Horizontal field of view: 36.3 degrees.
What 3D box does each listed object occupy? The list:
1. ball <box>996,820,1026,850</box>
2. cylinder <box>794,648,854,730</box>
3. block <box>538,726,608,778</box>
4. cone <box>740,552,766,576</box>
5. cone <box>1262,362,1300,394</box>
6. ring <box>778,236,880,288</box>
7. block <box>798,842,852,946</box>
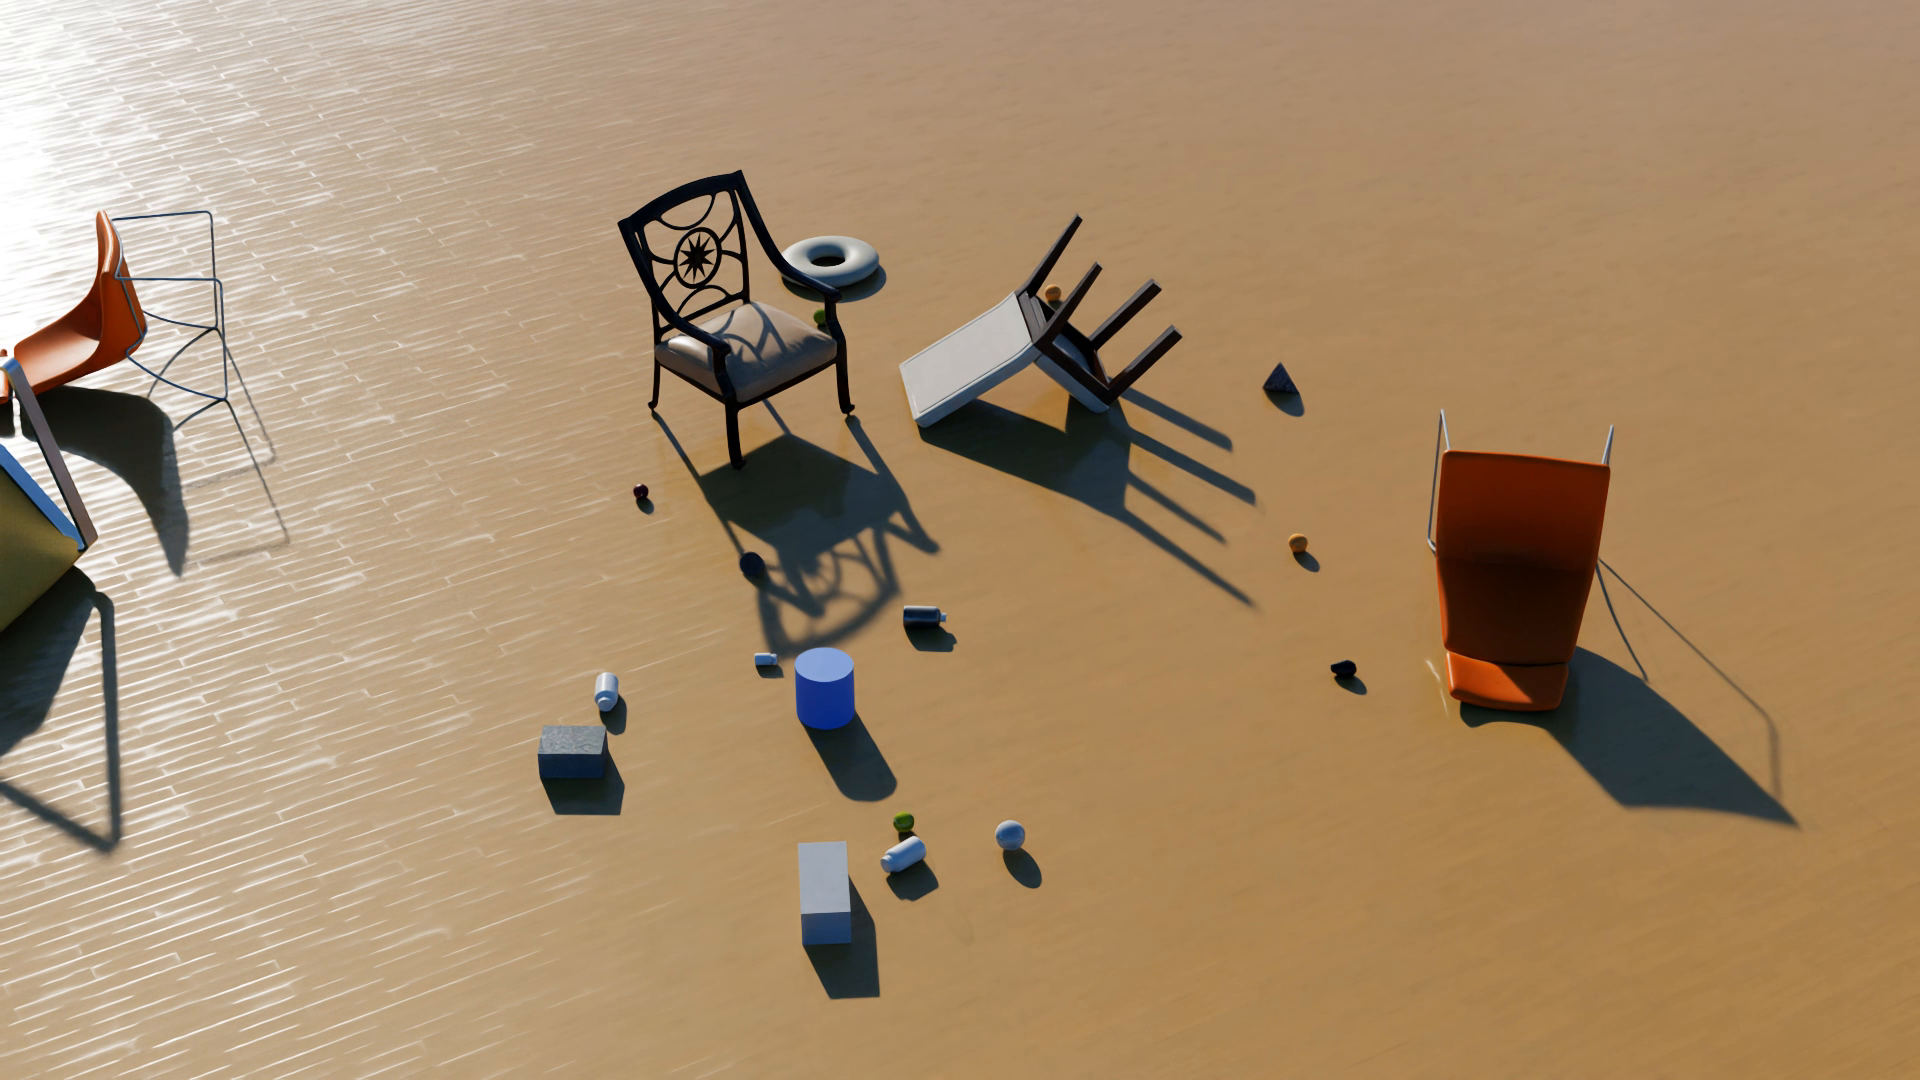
[{"bbox_3d":[0.162,0.949,9.415,0.099,0.099,0.099,0,33,0],"label":"ball"},{"bbox_3d":[-0.460,0.506,9.995,0.204,0.201,0.196,28,43,36],"label":"cylinder"},{"bbox_3d":[-1.291,0.706,9.782,0.211,0.100,0.155,0,33,1],"label":"block"},{"bbox_3d":[-0.740,0.089,10.774,0.109,0.085,0.086,-2,-1,34],"label":"cone"},{"bbox_3d":[1.317,-0.630,11.850,0.136,0.120,0.144,35,46,7],"label":"cone"},{"bbox_3d":[-0.571,-1.206,12.708,0.451,0.073,0.417,-17,38,-23],"label":"ring"},{"bbox_3d":[-0.423,1.101,9.159,0.152,0.126,0.340,-2,33,-3],"label":"block"}]
